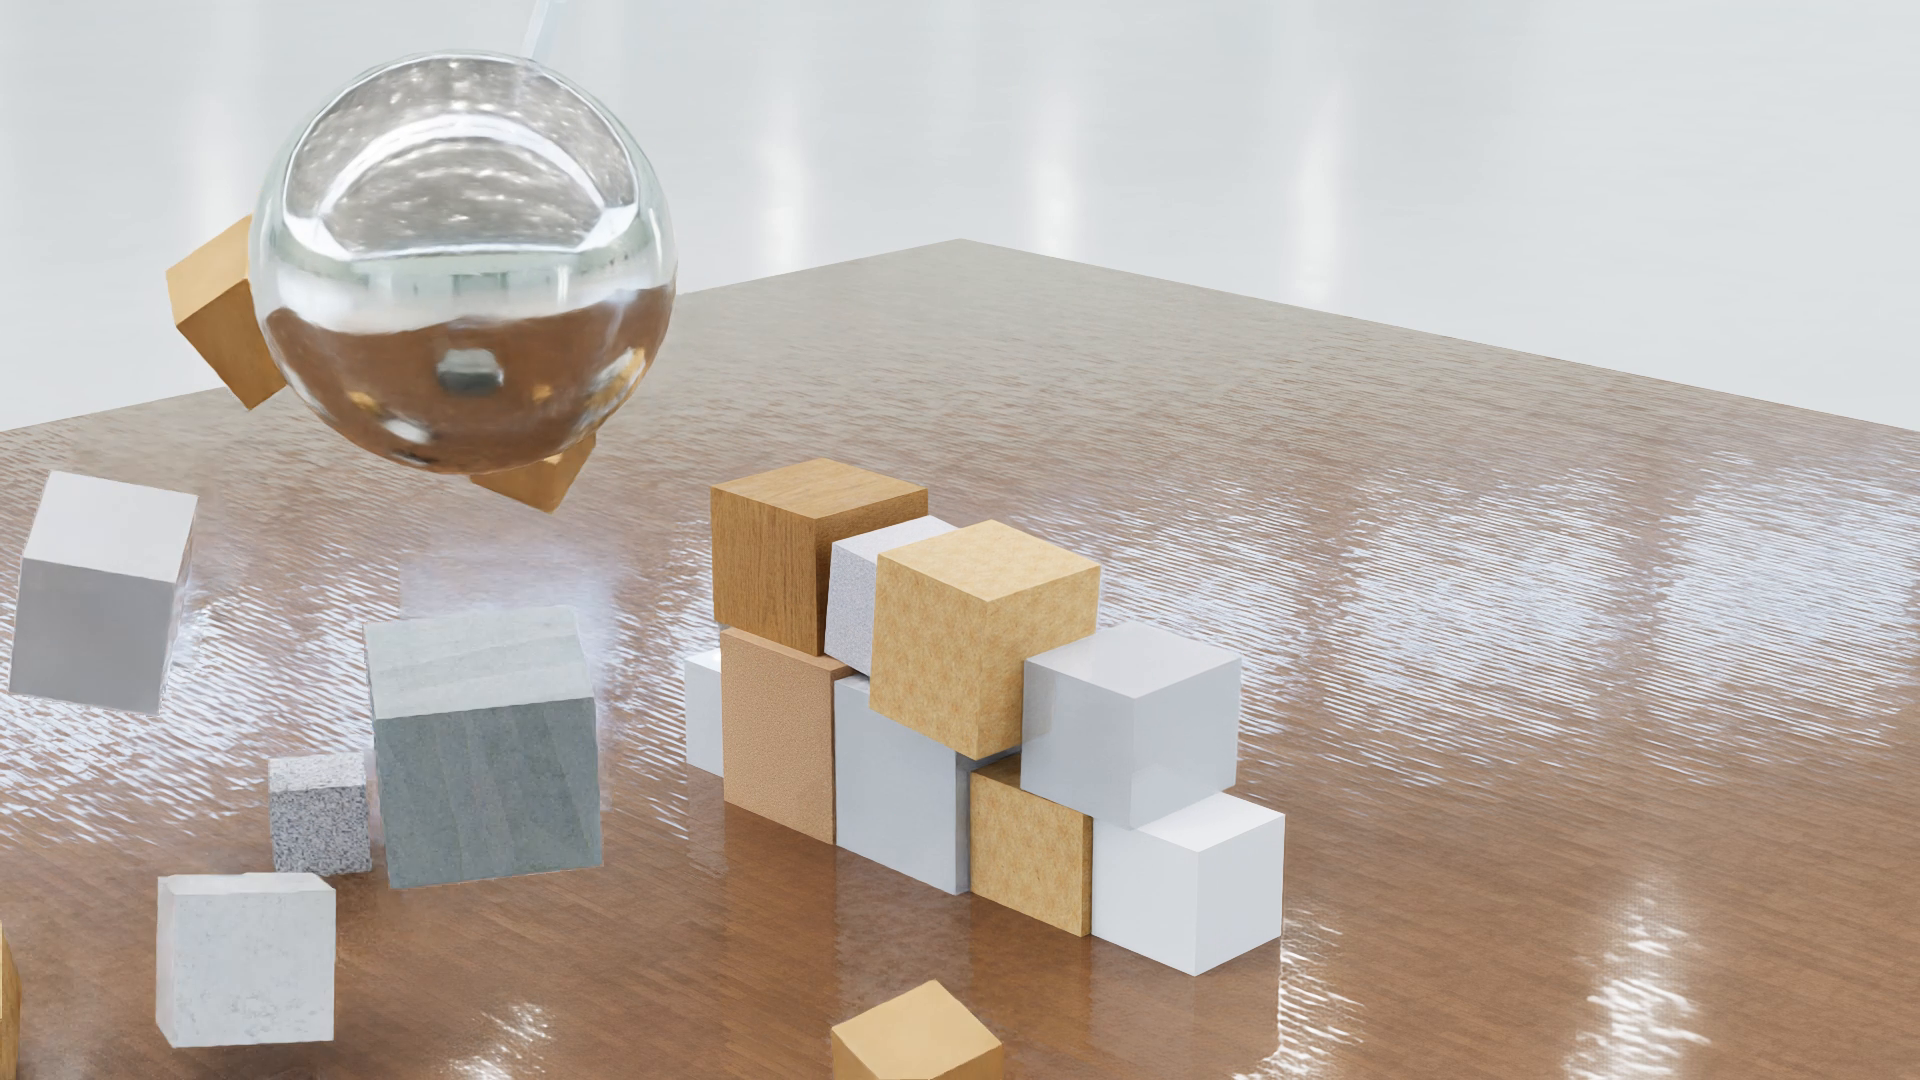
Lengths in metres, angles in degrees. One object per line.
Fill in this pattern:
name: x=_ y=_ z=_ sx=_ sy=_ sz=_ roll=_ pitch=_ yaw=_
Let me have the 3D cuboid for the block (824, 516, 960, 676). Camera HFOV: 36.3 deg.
block: x=-0.186 y=0.299 z=13.617 sx=0.624 sy=0.557 sz=0.585 roll=-16 pitch=31 yaw=-42

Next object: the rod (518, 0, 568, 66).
rod: x=-0.809 y=-4.274 z=11.151 sx=0.080 sy=5.200 sz=0.080 roll=17 pitch=-2 yaw=42

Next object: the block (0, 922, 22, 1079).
block: x=-3.944 y=1.814 z=11.308 sx=0.498 sy=0.529 sz=0.585 roll=-7 pitch=43 yaw=-8

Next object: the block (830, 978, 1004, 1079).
block: x=-0.153 y=2.016 z=10.968 sx=0.468 sy=0.424 sz=0.452 roll=-22 pitch=37 yaw=-27

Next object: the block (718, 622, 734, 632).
block: x=-1.000 y=0.385 z=15.914 sx=0.574 sy=0.555 sz=0.462 roll=-4 pitch=-20 yaw=-12

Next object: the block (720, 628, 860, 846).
block: x=-0.581 y=0.849 z=14.192 sx=0.831 sy=0.871 sz=0.780 roll=-17 pitch=24 yaw=-42

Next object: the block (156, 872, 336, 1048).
block: x=-2.803 y=1.634 z=11.487 sx=0.605 sy=0.580 sz=0.562 roll=1 pitch=1 yaw=-22

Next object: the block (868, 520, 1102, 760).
block: x=0.107 y=0.430 z=13.001 sx=0.716 sy=0.745 sz=0.677 roll=-17 pitch=29 yaw=-42

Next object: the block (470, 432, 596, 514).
block: x=-1.877 y=-0.450 z=12.937 sx=0.400 sy=0.368 sz=0.440 roll=22 pitch=53 yaw=6

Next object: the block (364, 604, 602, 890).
block: x=-1.610 y=0.686 z=9.883 sx=0.701 sy=0.648 sz=0.657 roll=-5 pitch=27 yaw=-13

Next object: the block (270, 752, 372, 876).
block: x=-2.962 y=1.273 z=13.573 sx=0.431 sy=0.432 sz=0.421 roll=-4 pitch=18 yaw=-12

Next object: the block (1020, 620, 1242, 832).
block: x=0.748 y=0.800 z=12.830 sx=0.627 sy=0.607 sz=0.722 roll=18 pitch=25 yaw=40

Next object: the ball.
ball: x=-1.866 y=-1.044 z=11.058 sx=1.600 sy=1.600 sz=1.600 roll=0 pitch=17 yaw=0

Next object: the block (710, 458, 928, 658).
block: x=-0.673 y=0.070 z=14.090 sx=0.720 sy=0.675 sz=0.752 roll=-16 pitch=24 yaw=-42

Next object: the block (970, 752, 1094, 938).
block: x=0.538 y=1.311 z=13.200 sx=0.706 sy=0.585 sz=0.683 roll=-17 pitch=24 yaw=-42

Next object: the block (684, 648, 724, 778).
block: x=-1.015 y=0.854 z=14.700 sx=0.526 sy=0.556 sz=0.496 roll=-17 pitch=24 yaw=-42

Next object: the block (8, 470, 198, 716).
block: x=-3.699 y=0.229 z=12.676 sx=0.623 sy=0.726 sz=0.650 roll=10 pitch=34 yaw=-12

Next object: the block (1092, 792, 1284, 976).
block: x=0.990 y=1.456 z=12.757 sx=0.575 sy=0.572 sz=0.595 roll=-17 pitch=24 yaw=-42

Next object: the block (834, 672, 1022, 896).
block: x=-0.007 y=1.044 z=13.660 sx=0.820 sy=0.817 sz=0.806 roll=-16 pitch=24 yaw=-42

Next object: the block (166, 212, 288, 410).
block: x=-2.975 y=-0.991 z=12.419 sx=0.521 sy=0.499 sz=0.557 roll=-34 pitch=34 yaw=2
